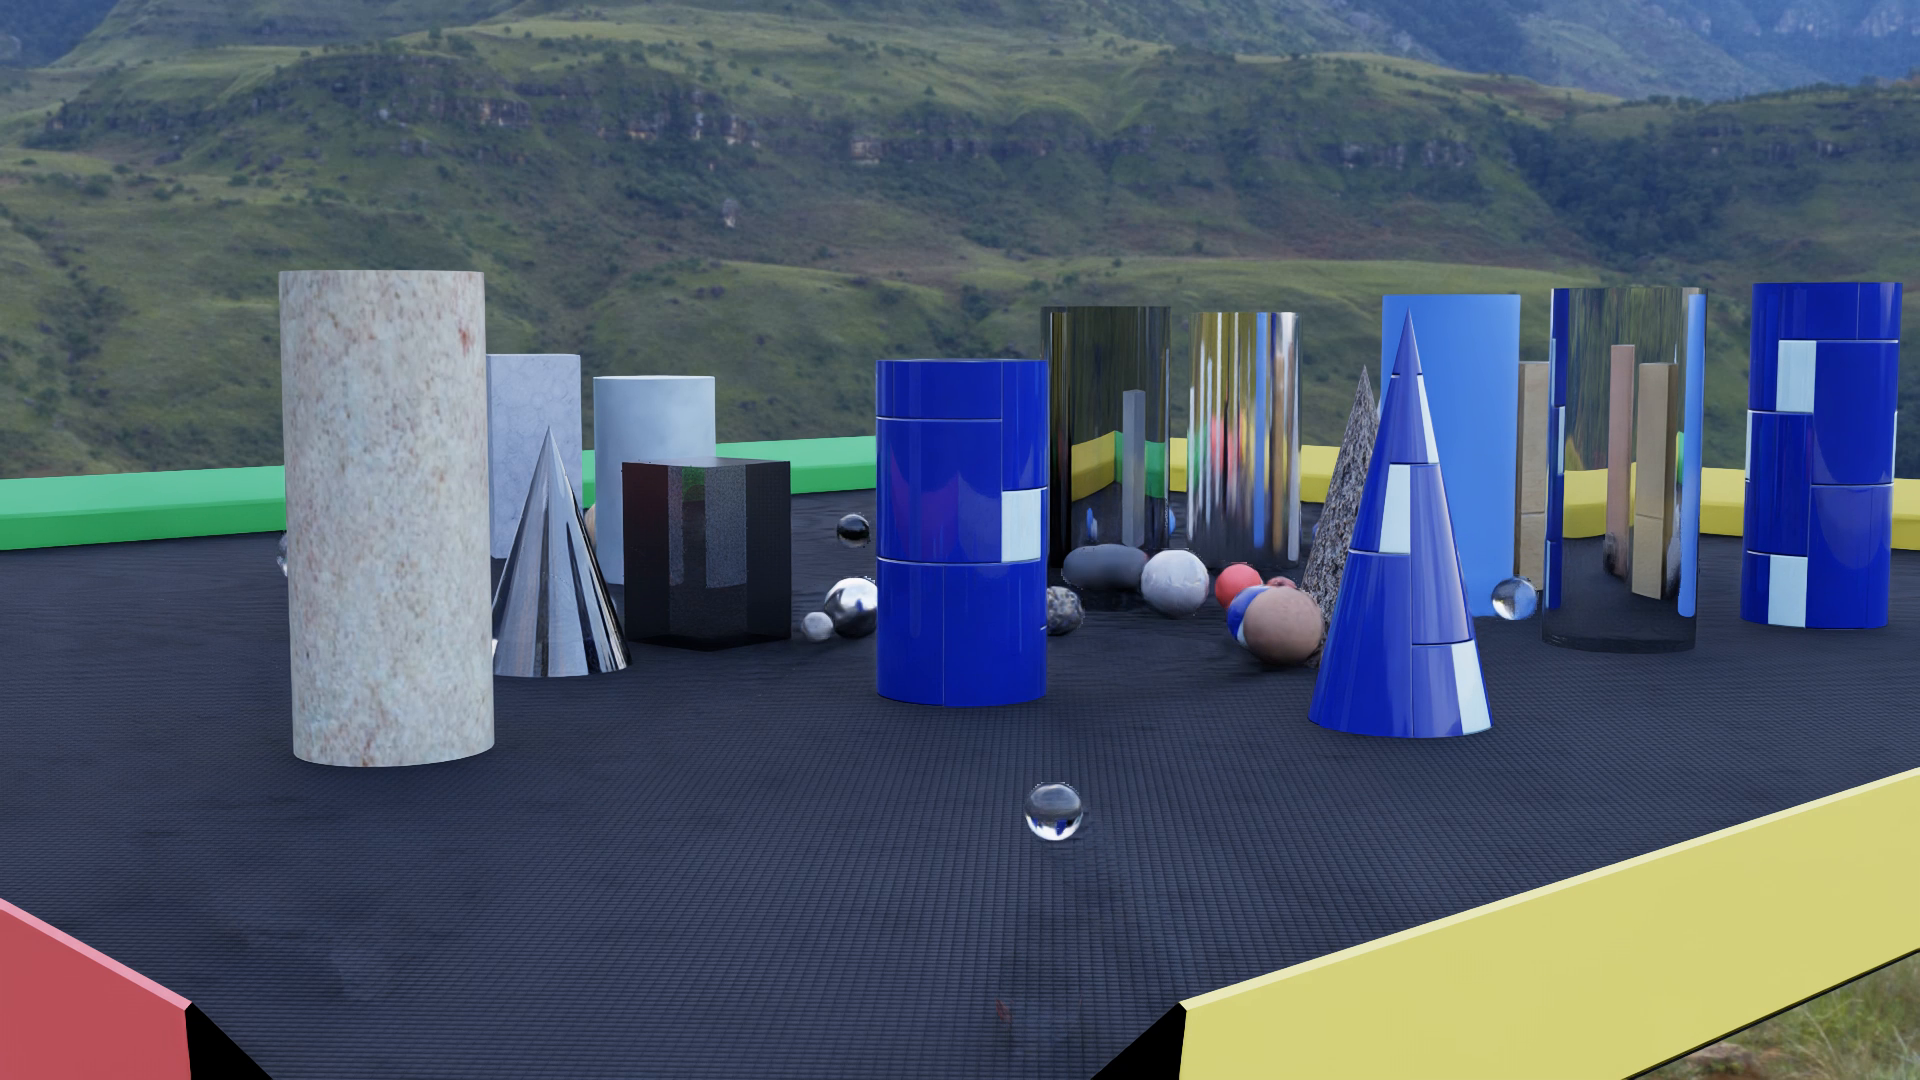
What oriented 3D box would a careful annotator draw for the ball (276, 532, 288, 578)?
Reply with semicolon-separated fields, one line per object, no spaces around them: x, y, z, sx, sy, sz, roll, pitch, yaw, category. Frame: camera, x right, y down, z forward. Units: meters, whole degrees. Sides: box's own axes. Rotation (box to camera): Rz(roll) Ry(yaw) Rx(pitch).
-1.077;0.024;3.613;0.093;0.093;0.093;0;6;0;ball

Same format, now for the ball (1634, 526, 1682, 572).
1.193;0.016;3.761;0.078;0.078;0.078;0;6;0;ball

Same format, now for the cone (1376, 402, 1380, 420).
0.771;-0.160;3.903;0.200;0.398;0.200;0;6;0;cone

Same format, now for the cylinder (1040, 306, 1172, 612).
0.219;-0.128;3.346;0.200;0.451;0.200;0;6;0;cylinder

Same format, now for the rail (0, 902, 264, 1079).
-1.338;0.162;2.104;0.045;0.130;3.576;-5;8;-42;rail

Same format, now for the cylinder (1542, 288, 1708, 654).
0.887;-0.098;2.941;0.200;0.475;0.200;0;6;0;cylinder

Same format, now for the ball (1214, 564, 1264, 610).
0.413;0.072;3.250;0.073;0.073;0.073;0;6;0;ball

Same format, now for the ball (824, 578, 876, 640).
-0.143;0.093;2.993;0.085;0.085;0.085;0;6;0;ball

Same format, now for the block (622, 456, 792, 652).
-0.342;0.015;2.979;0.160;0.242;0.160;5;8;39;block

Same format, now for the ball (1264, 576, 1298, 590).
0.475;0.081;3.261;0.053;0.053;0.053;0;6;0;ball

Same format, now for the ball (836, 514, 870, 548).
-0.201;-0.016;4.132;0.065;0.065;0.065;0;6;0;ball

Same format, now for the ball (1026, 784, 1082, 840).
0.079;0.229;1.855;0.048;0.048;0.048;0;6;0;ball

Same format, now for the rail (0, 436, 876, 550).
-1.197;-0.100;4.622;3.689;0.130;0.045;-5;8;-42;rail

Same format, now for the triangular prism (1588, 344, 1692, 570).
1.158;-0.150;3.865;0.173;0.386;0.150;-2;6;-22;triangular prism

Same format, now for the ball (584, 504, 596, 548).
-0.653;-0.025;4.052;0.090;0.090;0.090;0;6;0;ball

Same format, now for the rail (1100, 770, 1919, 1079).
1.197;0.168;2.042;3.689;0.130;0.045;-5;8;-42;rail

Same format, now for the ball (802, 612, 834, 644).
-0.192;0.117;2.958;0.043;0.043;0.043;0;6;0;ball

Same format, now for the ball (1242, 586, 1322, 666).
0.401;0.108;2.739;0.098;0.098;0.098;0;6;0;ball

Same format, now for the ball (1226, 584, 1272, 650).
0.393;0.103;2.878;0.088;0.088;0.088;0;6;0;ball

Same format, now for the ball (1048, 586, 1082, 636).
0.134;0.098;3.021;0.069;0.069;0.069;0;6;0;ball

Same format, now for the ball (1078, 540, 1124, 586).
0.228;0.038;3.574;0.074;0.074;0.074;0;6;0;ball

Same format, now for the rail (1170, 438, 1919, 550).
1.338;-0.094;4.560;0.045;0.130;3.576;-5;8;-42;rail

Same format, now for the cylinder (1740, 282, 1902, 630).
1.235;-0.125;3.159;0.200;0.484;0.200;0;6;0;cylinder

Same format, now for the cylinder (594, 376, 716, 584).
-0.507;-0.103;3.666;0.200;0.335;0.200;0;6;0;cylinder

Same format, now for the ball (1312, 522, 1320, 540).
0.689;-0.011;4.120;0.057;0.057;0.057;0;6;0;ball

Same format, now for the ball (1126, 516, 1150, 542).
0.345;-0.022;4.262;0.049;0.049;0.049;0;6;0;ball

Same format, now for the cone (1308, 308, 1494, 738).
0.481;-0.027;2.379;0.200;0.451;0.200;0;6;0;cone

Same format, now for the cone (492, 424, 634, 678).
-0.514;0.006;2.768;0.200;0.305;0.200;0;6;0;cone

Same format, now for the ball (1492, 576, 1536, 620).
0.800;0.085;3.175;0.063;0.063;0.063;0;6;0;ball

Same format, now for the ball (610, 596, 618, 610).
-0.513;0.097;3.139;0.046;0.046;0.046;0;6;0;ball

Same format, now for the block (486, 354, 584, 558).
-0.791;-0.158;4.054;0.160;0.365;0.160;-2;6;-20;block

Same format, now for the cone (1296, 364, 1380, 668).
0.512;-0.036;2.804;0.200;0.380;0.200;0;6;0;cone

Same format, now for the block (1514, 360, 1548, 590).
0.910;-0.108;3.586;0.160;0.362;0.160;-4;7;-34;block

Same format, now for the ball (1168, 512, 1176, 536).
0.389;-0.034;4.308;0.065;0.065;0.065;0;6;0;ball

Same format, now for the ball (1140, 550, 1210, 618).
0.314;0.063;3.204;0.100;0.100;0.100;0;6;0;ball

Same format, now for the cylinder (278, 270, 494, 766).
-0.579;-0.028;2.230;0.200;0.483;0.200;0;6;0;cylinder

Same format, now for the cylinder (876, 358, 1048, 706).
0.002;-0.015;2.562;0.200;0.388;0.200;0;6;0;cylinder

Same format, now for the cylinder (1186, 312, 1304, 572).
0.498;-0.177;3.855;0.200;0.442;0.200;0;6;0;cylinder

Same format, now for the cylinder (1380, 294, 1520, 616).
0.729;-0.131;3.287;0.200;0.468;0.200;0;6;0;cylinder
